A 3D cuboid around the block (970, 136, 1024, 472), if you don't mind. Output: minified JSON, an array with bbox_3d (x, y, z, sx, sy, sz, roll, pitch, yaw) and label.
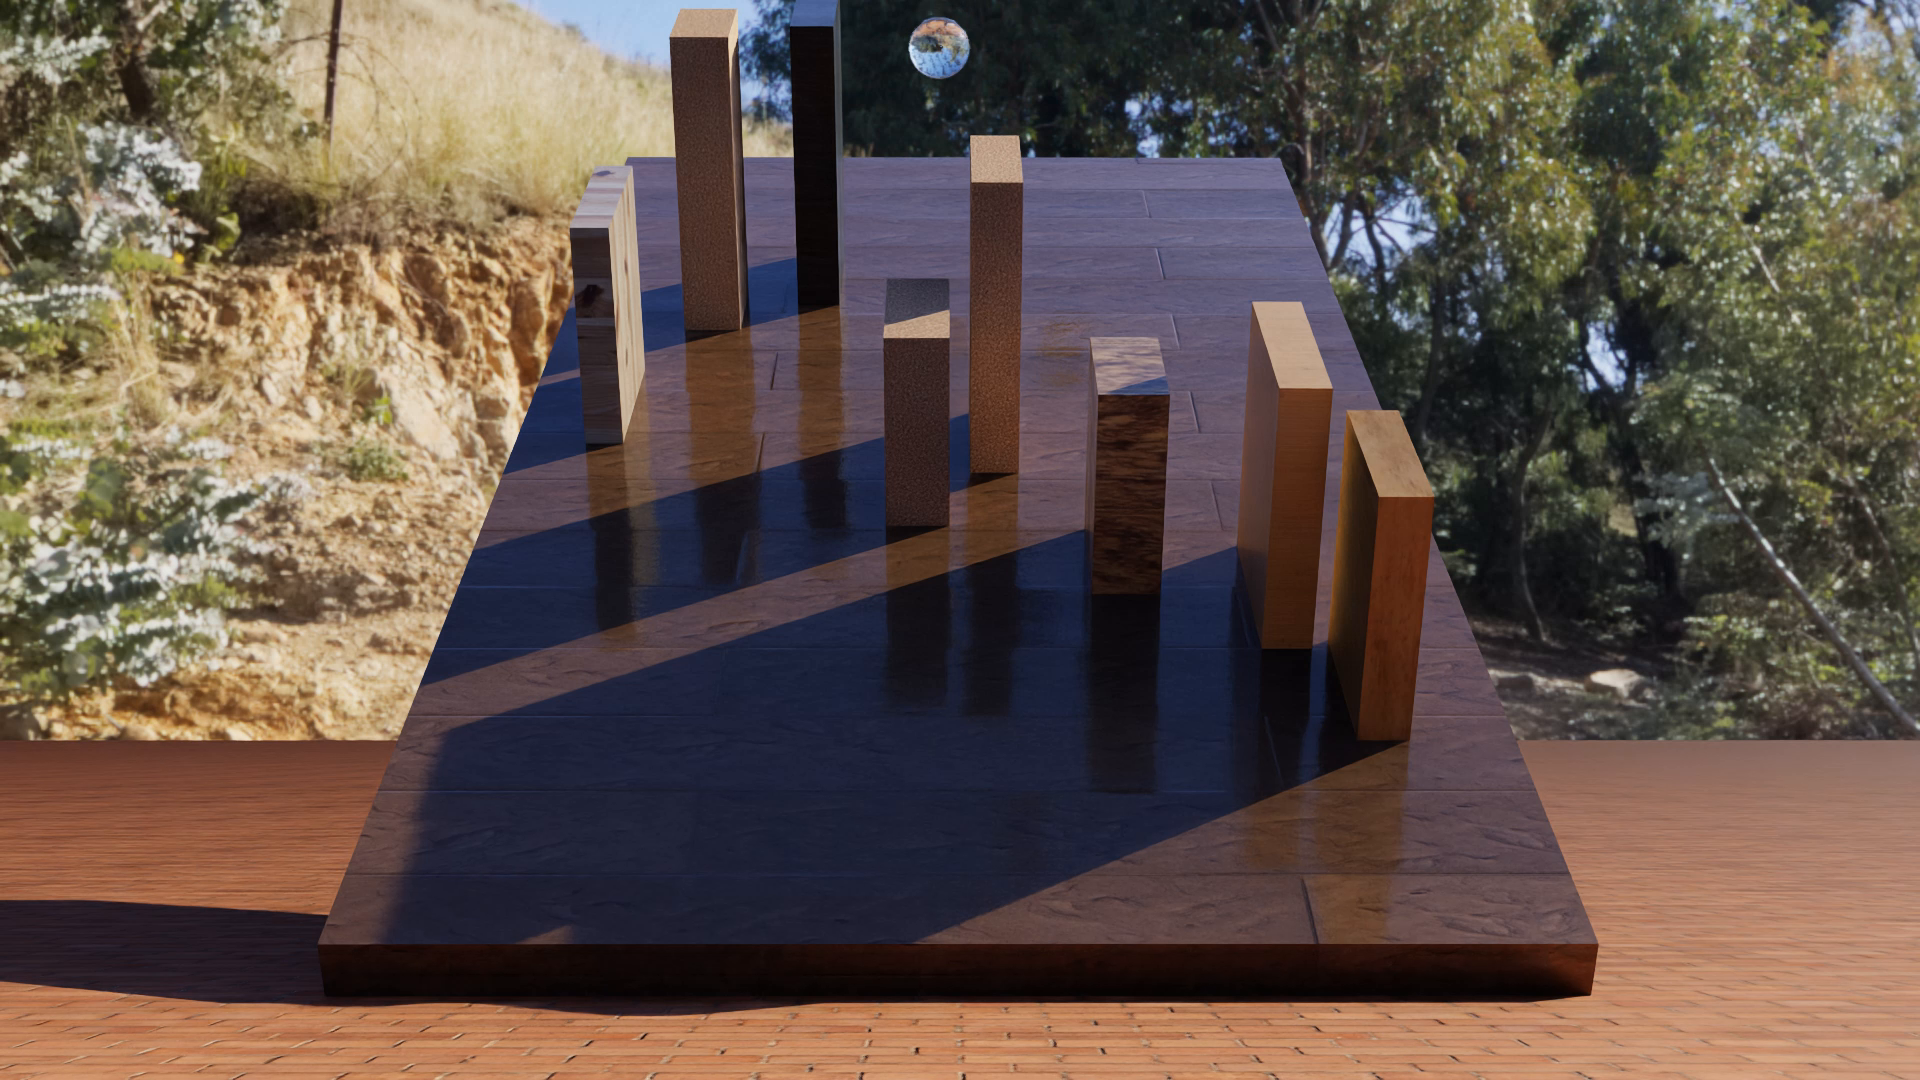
[{"bbox_3d":[0.076,-0.521,5.232,0.107,0.669,0.327,0,27,0],"label":"block"}]

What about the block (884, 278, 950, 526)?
[{"bbox_3d":[-0.090,-0.298,5.059,0.134,0.426,0.344,0,27,0],"label":"block"}]

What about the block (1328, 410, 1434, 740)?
[{"bbox_3d":[0.758,0.060,4.293,0.095,0.483,0.365,0,27,0],"label":"block"}]

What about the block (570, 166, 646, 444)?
[{"bbox_3d":[-0.807,-0.547,5.451,0.085,0.514,0.435,0,27,0],"label":"block"}]

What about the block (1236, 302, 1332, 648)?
[{"bbox_3d":[0.626,-0.131,4.607,0.097,0.541,0.435,0,27,0],"label":"block"}]

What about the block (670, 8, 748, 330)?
[{"bbox_3d":[-0.625,-0.927,5.944,0.141,0.749,0.271,0,27,0],"label":"block"}]

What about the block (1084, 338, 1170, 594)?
[{"bbox_3d":[0.332,-0.151,4.763,0.137,0.434,0.292,0,27,0],"label":"block"}]

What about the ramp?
[{"bbox_3d":[-0.010,-0.227,5.503,2.000,0.100,4.000,0,27,0],"label":"ramp"}]

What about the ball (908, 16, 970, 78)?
[{"bbox_3d":[-0.059,-1.411,6.790,0.175,0.175,0.175,0,-5,0],"label":"ball"}]

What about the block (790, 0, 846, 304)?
[{"bbox_3d":[-0.367,-1.021,6.152,0.108,0.730,0.375,0,27,0],"label":"block"}]
